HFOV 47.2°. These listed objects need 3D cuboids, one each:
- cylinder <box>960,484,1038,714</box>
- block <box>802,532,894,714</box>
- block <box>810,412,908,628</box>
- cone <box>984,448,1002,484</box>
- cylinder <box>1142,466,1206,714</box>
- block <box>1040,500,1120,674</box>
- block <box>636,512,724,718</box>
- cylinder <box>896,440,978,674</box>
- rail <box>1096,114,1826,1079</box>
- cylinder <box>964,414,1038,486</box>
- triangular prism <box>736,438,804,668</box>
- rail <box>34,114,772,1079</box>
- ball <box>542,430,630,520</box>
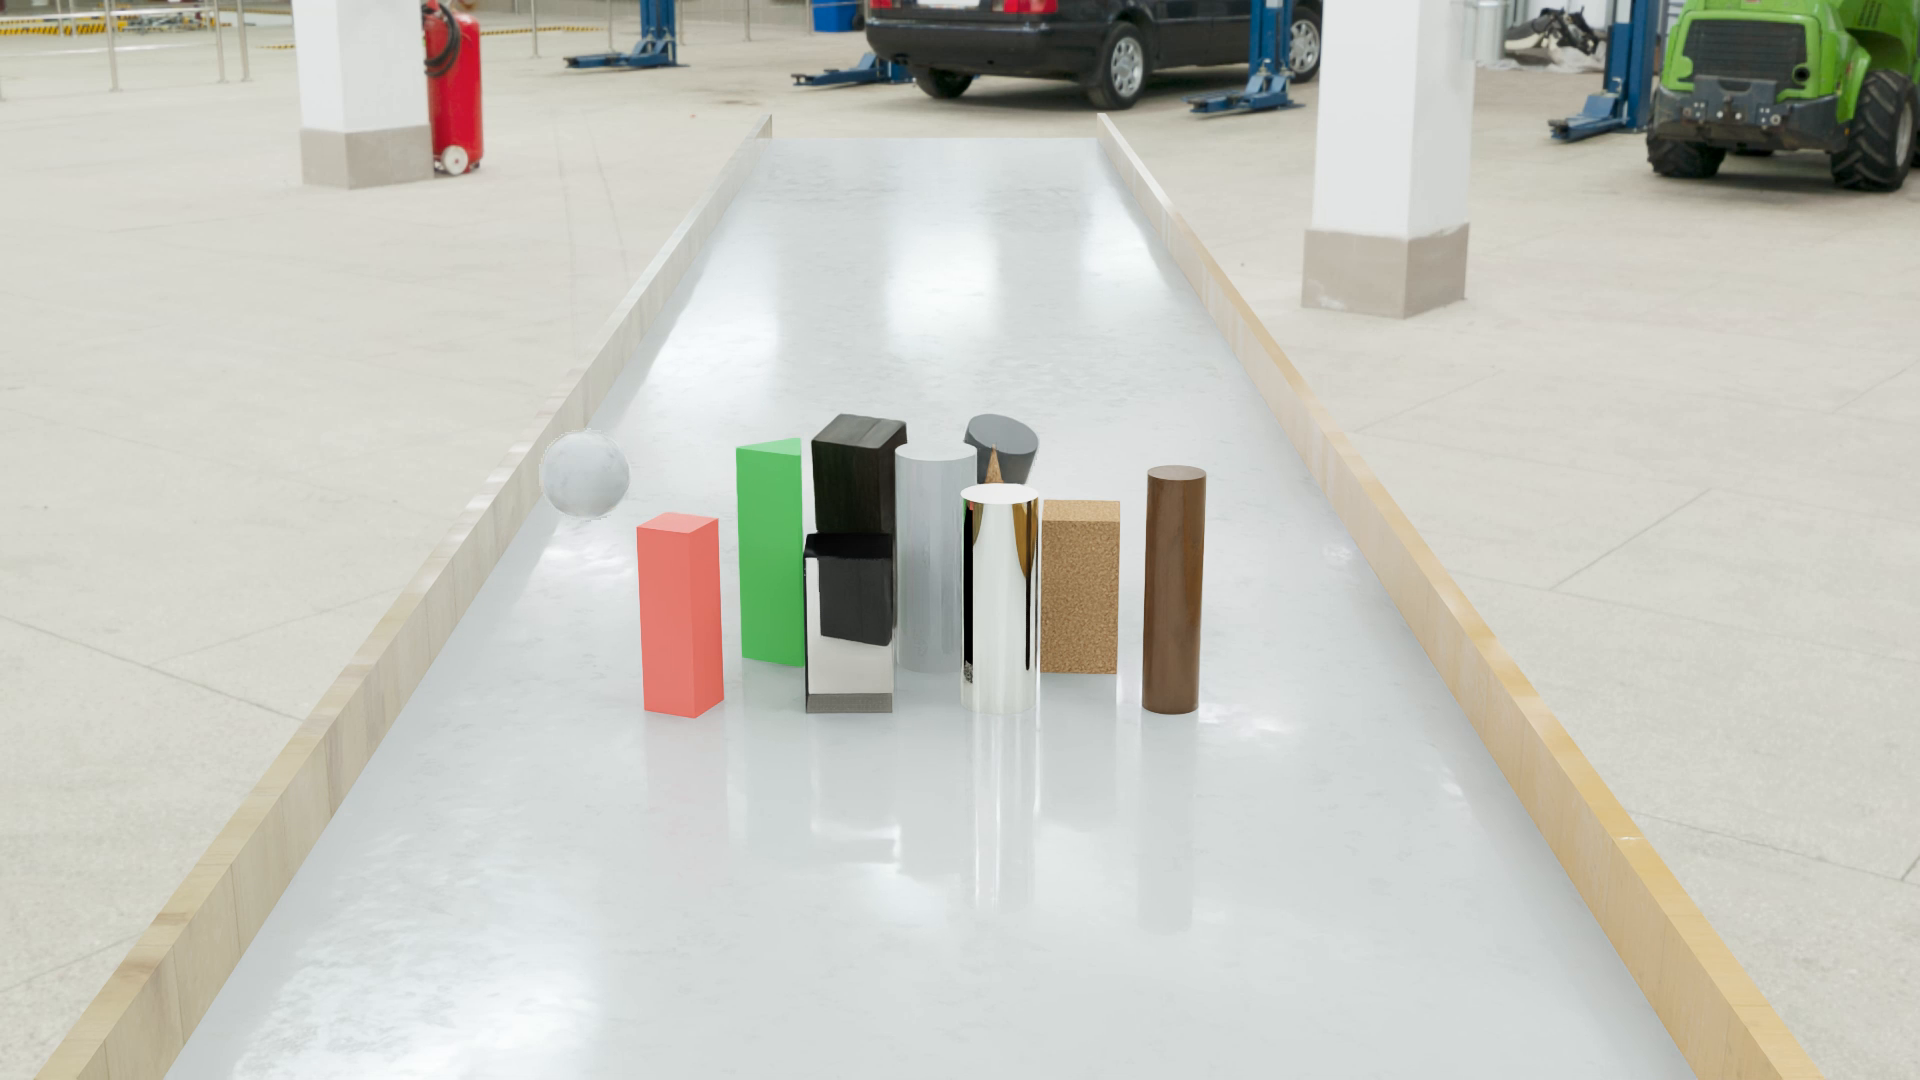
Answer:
[{"bbox_3d":[0.074,0.110,4.136,0.145,0.410,0.145,0,17,0],"label":"cylinder"},{"bbox_3d":[-0.209,0.156,4.166,0.163,0.305,0.163,0,17,-1],"label":"block"},{"bbox_3d":[-0.199,-0.030,4.539,0.147,0.426,0.147,8,28,20],"label":"block"},{"bbox_3d":[0.070,-0.018,4.614,0.167,0.383,0.167,0,17,0],"label":"cone"},{"bbox_3d":[0.399,0.094,4.112,0.109,0.455,0.109,0,17,0],"label":"cylinder"},{"bbox_3d":[0.239,0.092,4.369,0.152,0.313,0.152,1,17,4],"label":"block"},{"bbox_3d":[-0.523,0.140,4.123,0.110,0.360,0.110,7,18,22],"label":"block"},{"bbox_3d":[-0.046,0.033,4.353,0.161,0.434,0.161,0,17,0],"label":"cylinder"},{"bbox_3d":[0.932,-0.844,7.801,0.050,0.150,12.000,0,17,-1],"label":"rail"},{"bbox_3d":[0.044,-0.071,4.743,0.155,0.381,0.155,12,32,-8],"label":"cylinder"},{"bbox_3d":[-0.349,0.020,4.398,0.144,0.435,0.125,8,18,25],"label":"triangular prism"},{"bbox_3d":[-1.118,-0.838,7.780,0.050,0.150,12.000,0,17,-1],"label":"rail"},{"bbox_3d":[-0.760,-0.132,4.469,0.180,0.180,0.180,0,17,0],"label":"ball"}]
